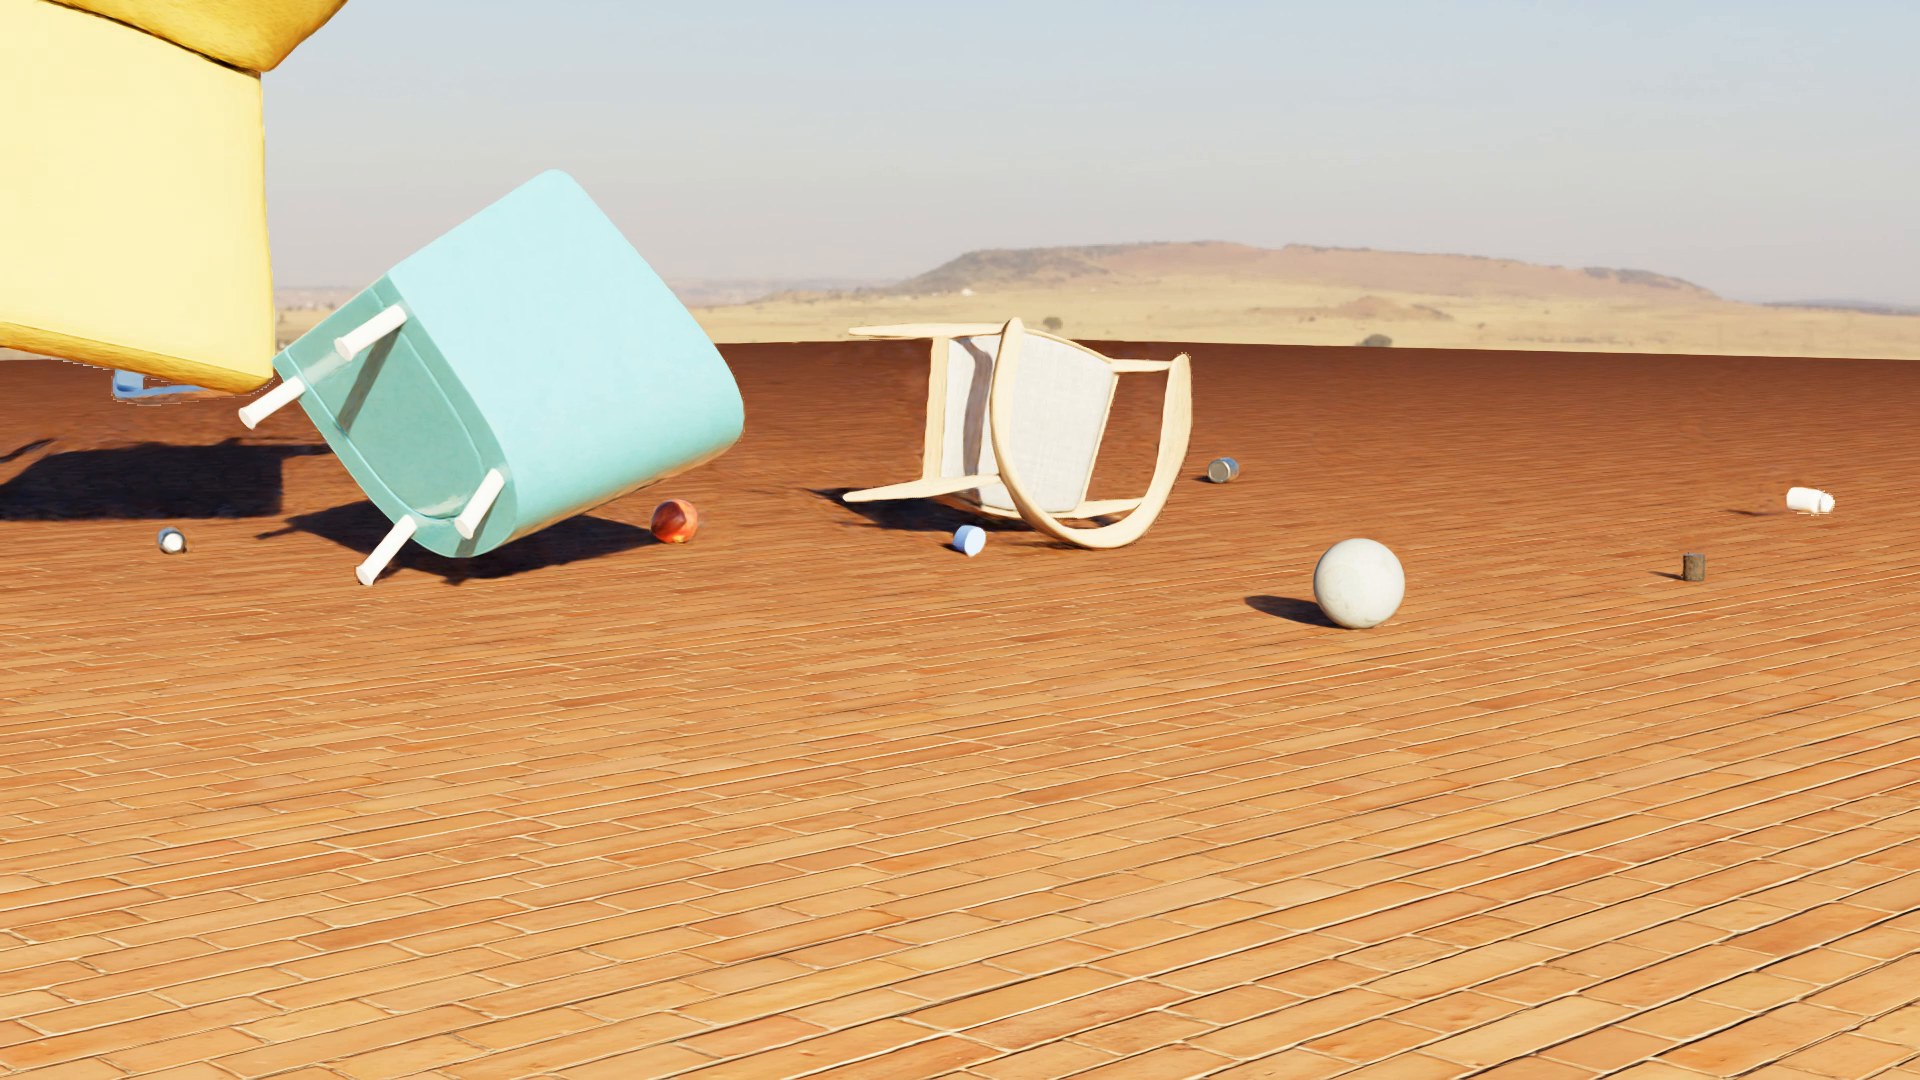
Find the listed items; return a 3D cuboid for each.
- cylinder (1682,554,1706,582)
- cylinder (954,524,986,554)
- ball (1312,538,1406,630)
[{"bbox_3d":[1.589,0.060,5.553,0.045,0.056,0.040,2,6,16],"label":"cylinder"},{"bbox_3d":[0.022,-0.001,6.106,0.047,0.068,0.080,26,-3,-20],"label":"cylinder"},{"bbox_3d":[0.745,0.081,4.790,0.170,0.170,0.170,0,6,0],"label":"ball"}]
